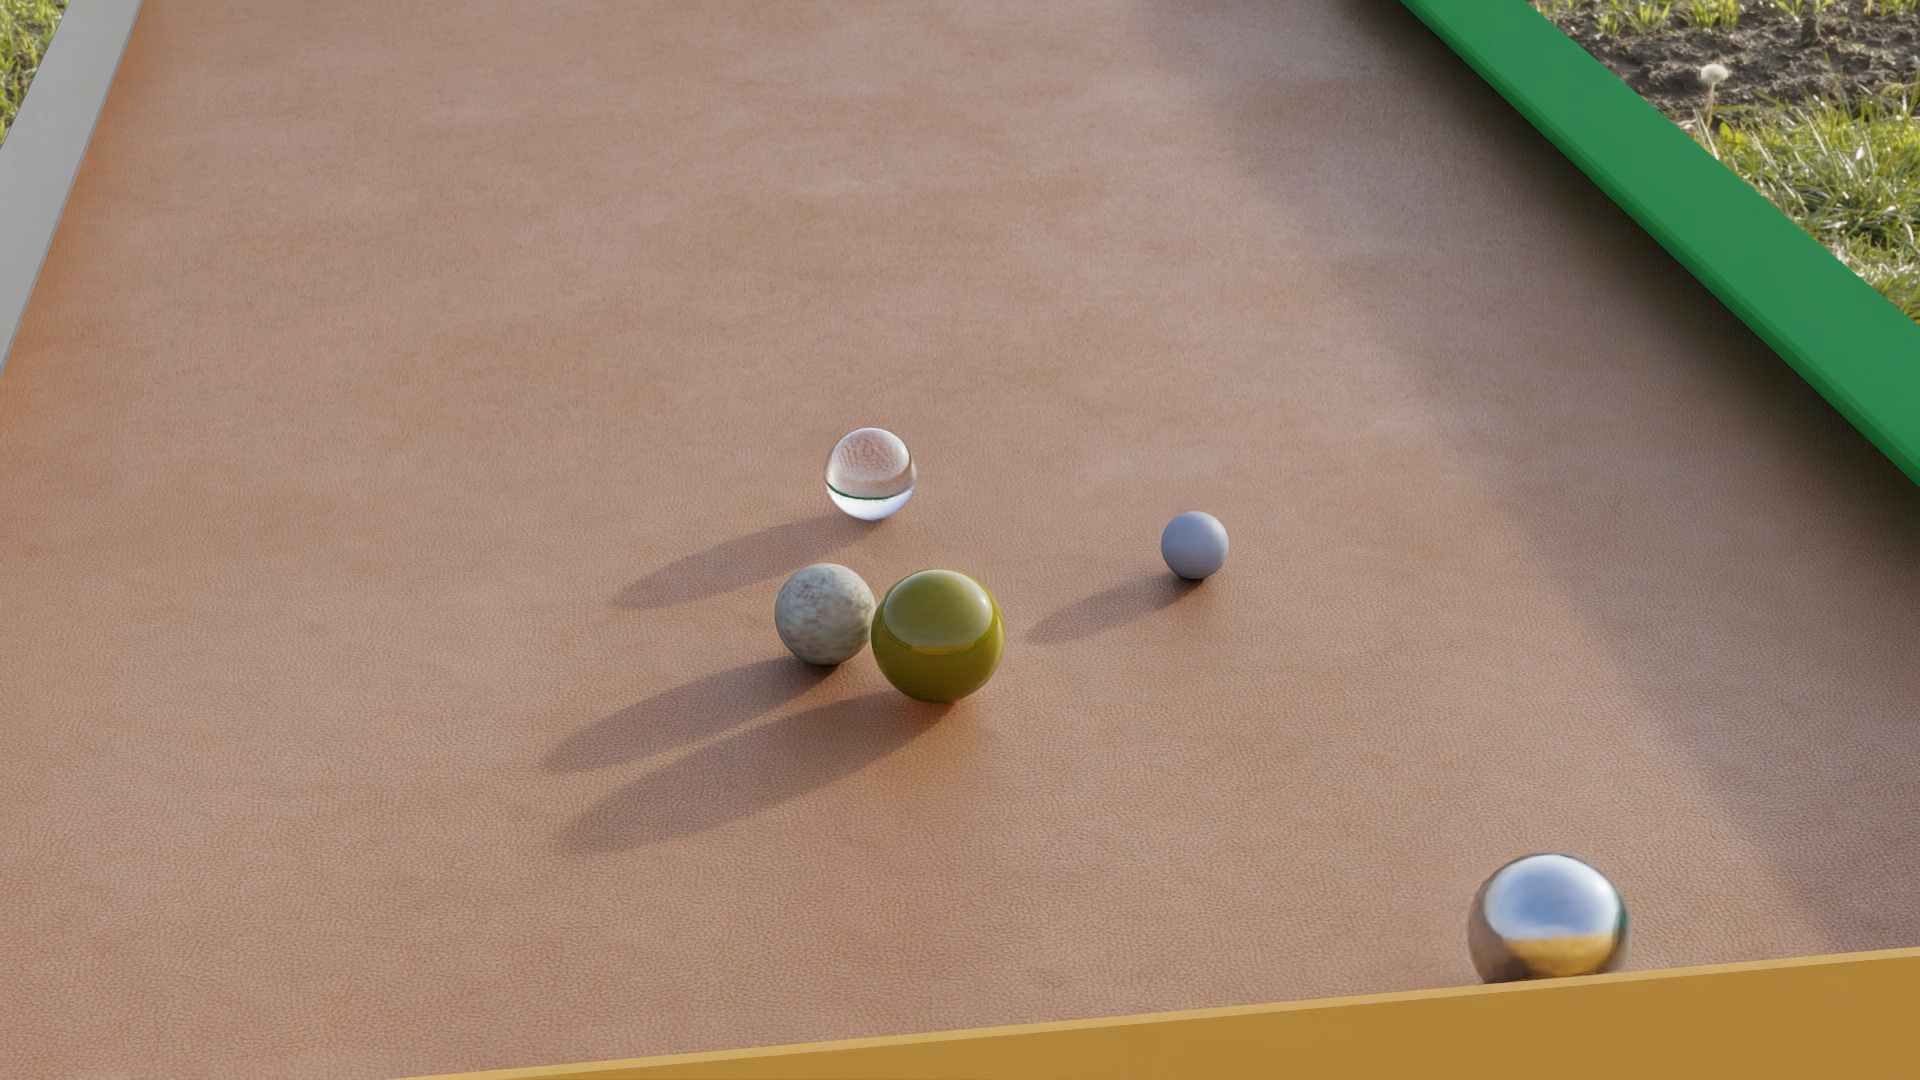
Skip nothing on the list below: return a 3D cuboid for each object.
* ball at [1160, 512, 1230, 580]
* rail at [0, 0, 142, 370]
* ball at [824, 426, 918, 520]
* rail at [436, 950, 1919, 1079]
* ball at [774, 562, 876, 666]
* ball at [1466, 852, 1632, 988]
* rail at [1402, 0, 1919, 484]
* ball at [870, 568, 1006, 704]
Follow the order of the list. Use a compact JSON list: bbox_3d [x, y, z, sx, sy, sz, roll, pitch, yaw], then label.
[{"bbox_3d":[0.159,0.004,1.992,0.046,0.046,0.046,0,26,0],"label":"ball"},{"bbox_3d":[-0.782,-0.259,2.466,0.045,0.110,2.673,-4,26,-8],"label":"rail"},{"bbox_3d":[-0.063,-0.047,2.074,0.066,0.066,0.066,0,26,0],"label":"ball"},{"bbox_3d":[0.095,0.257,1.387,1.429,0.110,0.045,-4,26,-8],"label":"rail"},{"bbox_3d":[-0.086,0.047,1.879,0.065,0.065,0.065,0,26,0],"label":"ball"},{"bbox_3d":[0.306,0.205,1.527,0.085,0.085,0.085,0,26,0],"label":"ball"},{"bbox_3d":[0.585,-0.347,2.650,0.045,0.110,2.673,-4,26,-8],"label":"rail"},{"bbox_3d":[-0.013,0.059,1.831,0.085,0.085,0.085,0,26,0],"label":"ball"}]
